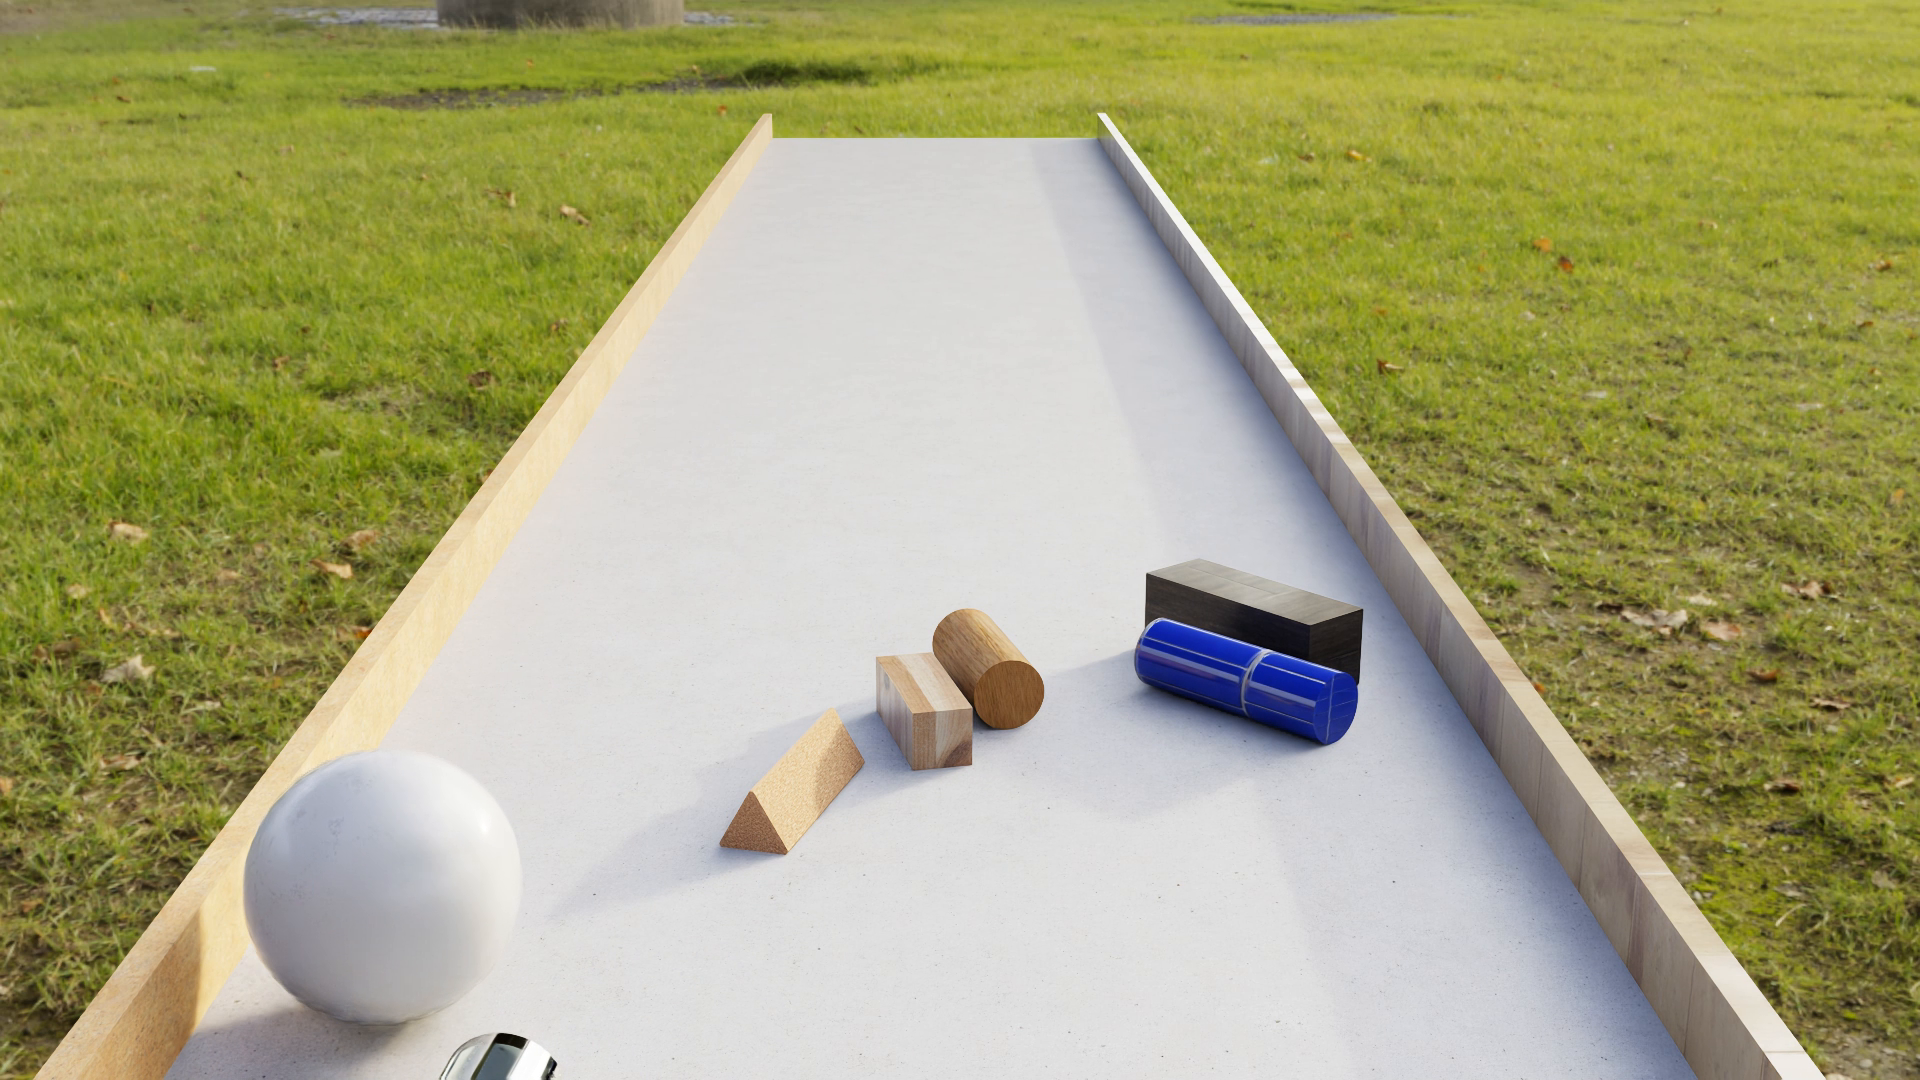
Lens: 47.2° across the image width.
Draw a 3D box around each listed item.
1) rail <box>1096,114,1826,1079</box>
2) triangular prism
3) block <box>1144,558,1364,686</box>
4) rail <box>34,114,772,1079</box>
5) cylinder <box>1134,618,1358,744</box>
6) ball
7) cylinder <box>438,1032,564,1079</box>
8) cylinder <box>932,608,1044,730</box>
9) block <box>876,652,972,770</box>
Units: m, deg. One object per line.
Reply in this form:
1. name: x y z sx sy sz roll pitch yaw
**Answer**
1. rail: 0.932 -0.844 7.801 0.050 0.150 12.000 0 17 -1
2. triangular prism: -0.279 0.396 3.707 0.117 0.101 0.390 4 17 15
3. block: 0.577 0.174 4.369 0.156 0.156 0.435 -14 21 -38
4. rail: -1.118 -0.838 7.780 0.050 0.150 12.000 0 17 -1
5. cylinder: 0.530 0.260 4.119 0.134 0.134 0.429 -15 22 -42
6. ball: -0.783 0.471 2.993 0.370 0.370 0.370 0 17 0
7. cylinder: -0.569 0.722 2.530 0.153 0.153 0.348 1 17 3
8. cylinder: 0.051 0.241 4.178 0.135 0.135 0.311 -4 17 -14
9. block: -0.068 0.308 4.001 0.108 0.108 0.303 -4 17 -14
